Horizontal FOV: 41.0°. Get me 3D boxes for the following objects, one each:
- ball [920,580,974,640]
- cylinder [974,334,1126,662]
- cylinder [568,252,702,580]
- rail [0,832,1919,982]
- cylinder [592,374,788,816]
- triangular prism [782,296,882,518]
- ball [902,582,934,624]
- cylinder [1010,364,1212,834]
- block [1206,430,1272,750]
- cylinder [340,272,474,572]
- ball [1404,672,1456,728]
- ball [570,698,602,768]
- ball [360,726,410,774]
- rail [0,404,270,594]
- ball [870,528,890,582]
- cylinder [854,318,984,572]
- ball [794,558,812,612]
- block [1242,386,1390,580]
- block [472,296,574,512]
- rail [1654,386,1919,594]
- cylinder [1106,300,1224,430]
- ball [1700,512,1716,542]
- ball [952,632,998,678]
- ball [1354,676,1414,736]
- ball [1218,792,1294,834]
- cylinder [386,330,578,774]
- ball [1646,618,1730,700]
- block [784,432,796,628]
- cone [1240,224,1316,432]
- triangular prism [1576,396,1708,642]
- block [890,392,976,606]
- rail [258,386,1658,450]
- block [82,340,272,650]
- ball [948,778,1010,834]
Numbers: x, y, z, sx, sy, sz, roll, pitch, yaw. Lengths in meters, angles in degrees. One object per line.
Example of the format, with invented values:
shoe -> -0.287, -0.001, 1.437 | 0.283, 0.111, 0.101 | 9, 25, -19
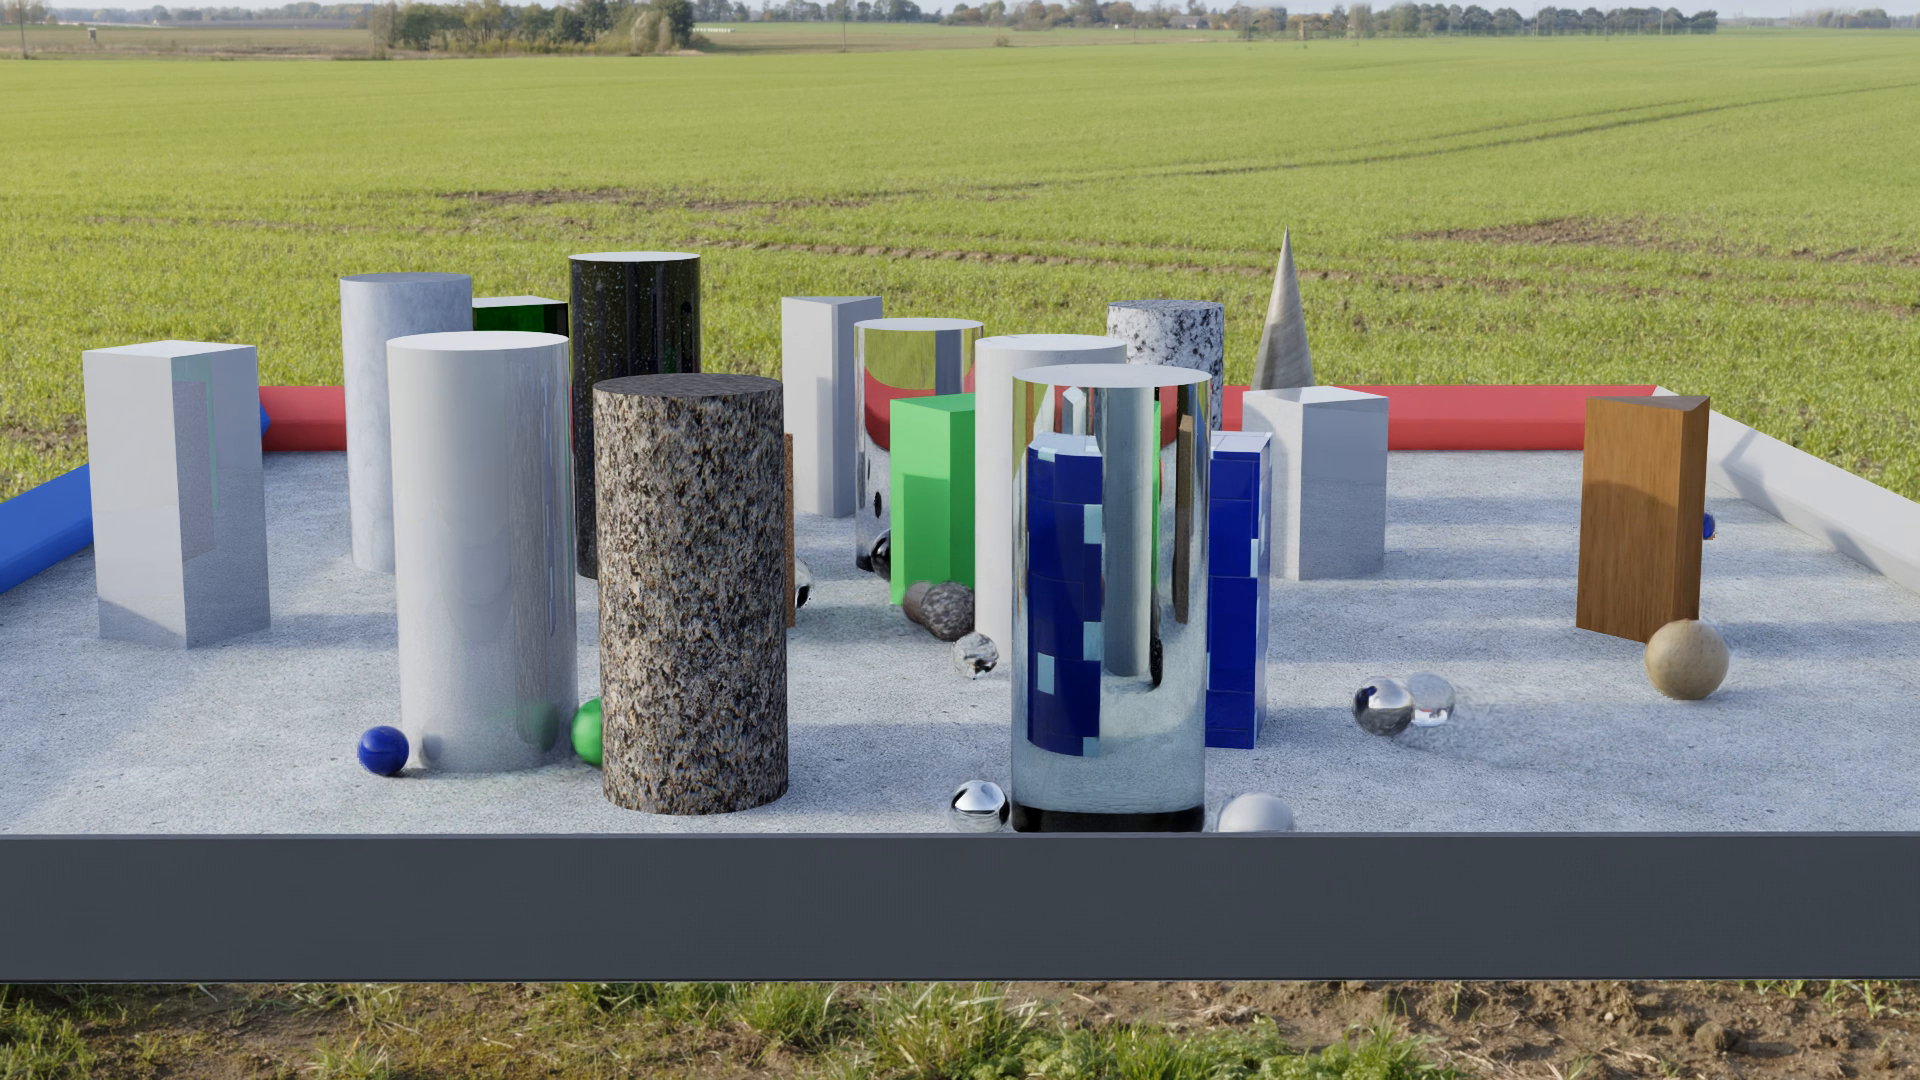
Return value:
ball -> -0.013, 0.090, 3.265 | 0.076, 0.076, 0.076 | 0, 11, 0
cylinder -> 0.112, -0.054, 3.190 | 0.187, 0.386, 0.187 | 0, 11, 0
cylinder -> -0.462, -0.180, 3.683 | 0.187, 0.453, 0.187 | 0, 11, 0
rail -> 0.008, 0.289, 2.068 | 2.658, 0.121, 0.045 | 0, 11, 0
cylinder -> -0.268, 0.050, 2.563 | 0.187, 0.413, 0.187 | 0, 11, 0
triangular prism -> -0.187, -0.224, 4.211 | 0.140, 0.345, 0.162 | -7, 13, -34
ball -> -0.047, 0.083, 3.358 | 0.056, 0.056, 0.056 | 0, 11, 0
cylinder -> 0.143, 0.060, 2.447 | 0.187, 0.436, 0.187 | 0, 11, 0
block -> 0.257, 0.050, 2.807 | 0.150, 0.322, 0.150 | 2, 11, 12
cylinder -> -0.802, -0.175, 3.751 | 0.187, 0.418, 0.187 | 0, 11, 0
ball -> 0.517, 0.177, 2.835 | 0.062, 0.062, 0.062 | 0, 11, 0
ball -> -0.369, 0.200, 2.678 | 0.074, 0.074, 0.074 | 0, 11, 0
ball -> -0.595, 0.217, 2.651 | 0.051, 0.051, 0.051 | 0, 11, 0
rail -> -1.305, 0.033, 3.442 | 0.045, 0.121, 2.857 | 0, 11, 0
ball -> -0.087, 0.022, 3.620 | 0.080, 0.080, 0.080 | 0, 11, 0
cylinder -> -0.059, -0.139, 3.735 | 0.187, 0.353, 0.187 | 0, 11, 0
ball -> -0.236, 0.059, 3.421 | 0.079, 0.079, 0.079 | 0, 11, 0
block -> 0.512, -0.085, 3.718 | 0.150, 0.254, 0.150 | -6, 12, -27
block -> -0.709, -0.195, 4.024 | 0.150, 0.358, 0.150 | -7, 12, -31
rail -> 1.305, 0.030, 3.457 | 0.045, 0.121, 2.857 | 0, 11, 0
cylinder -> 0.328, -0.206, 4.122 | 0.187, 0.344, 0.187 | 0, 11, 0
ball -> 1.136, -0.021, 3.940 | 0.047, 0.047, 0.047 | 0, 11, 0
ball -> 0.018, 0.138, 3.064 | 0.055, 0.055, 0.055 | 0, 11, 0
ball -> 0.463, 0.182, 2.800 | 0.066, 0.066, 0.066 | 0, 11, 0
ball -> 0.271, 0.265, 2.344 | 0.069, 0.069, 0.069 | 0, 11, 0
cylinder -> -0.501, 0.008, 2.709 | 0.187, 0.440, 0.187 | 0, 11, 0
ball -> 0.839, 0.138, 2.961 | 0.094, 0.094, 0.094 | 0, 11, 0
block -> -0.321, -0.013, 3.330 | 0.150, 0.254, 0.150 | -9, 14, -41
cone -> 0.532, -0.286, 4.214 | 0.187, 0.466, 0.187 | 0, 11, 0
triangular prism -> 0.908, -0.031, 3.297 | 0.140, 0.301, 0.162 | -7, 13, -35
block -> 0.009, -0.047, 3.448 | 0.150, 0.279, 0.150 | -7, 13, -32
rail -> -0.008, -0.227, 4.831 | 2.658, 0.121, 0.045 | 0, 11, 0
block -> -0.999, -0.061, 3.280 | 0.150, 0.368, 0.150 | 6, 12, 28
ball -> 0.018, 0.255, 2.432 | 0.057, 0.057, 0.057 | 0, 11, 0
